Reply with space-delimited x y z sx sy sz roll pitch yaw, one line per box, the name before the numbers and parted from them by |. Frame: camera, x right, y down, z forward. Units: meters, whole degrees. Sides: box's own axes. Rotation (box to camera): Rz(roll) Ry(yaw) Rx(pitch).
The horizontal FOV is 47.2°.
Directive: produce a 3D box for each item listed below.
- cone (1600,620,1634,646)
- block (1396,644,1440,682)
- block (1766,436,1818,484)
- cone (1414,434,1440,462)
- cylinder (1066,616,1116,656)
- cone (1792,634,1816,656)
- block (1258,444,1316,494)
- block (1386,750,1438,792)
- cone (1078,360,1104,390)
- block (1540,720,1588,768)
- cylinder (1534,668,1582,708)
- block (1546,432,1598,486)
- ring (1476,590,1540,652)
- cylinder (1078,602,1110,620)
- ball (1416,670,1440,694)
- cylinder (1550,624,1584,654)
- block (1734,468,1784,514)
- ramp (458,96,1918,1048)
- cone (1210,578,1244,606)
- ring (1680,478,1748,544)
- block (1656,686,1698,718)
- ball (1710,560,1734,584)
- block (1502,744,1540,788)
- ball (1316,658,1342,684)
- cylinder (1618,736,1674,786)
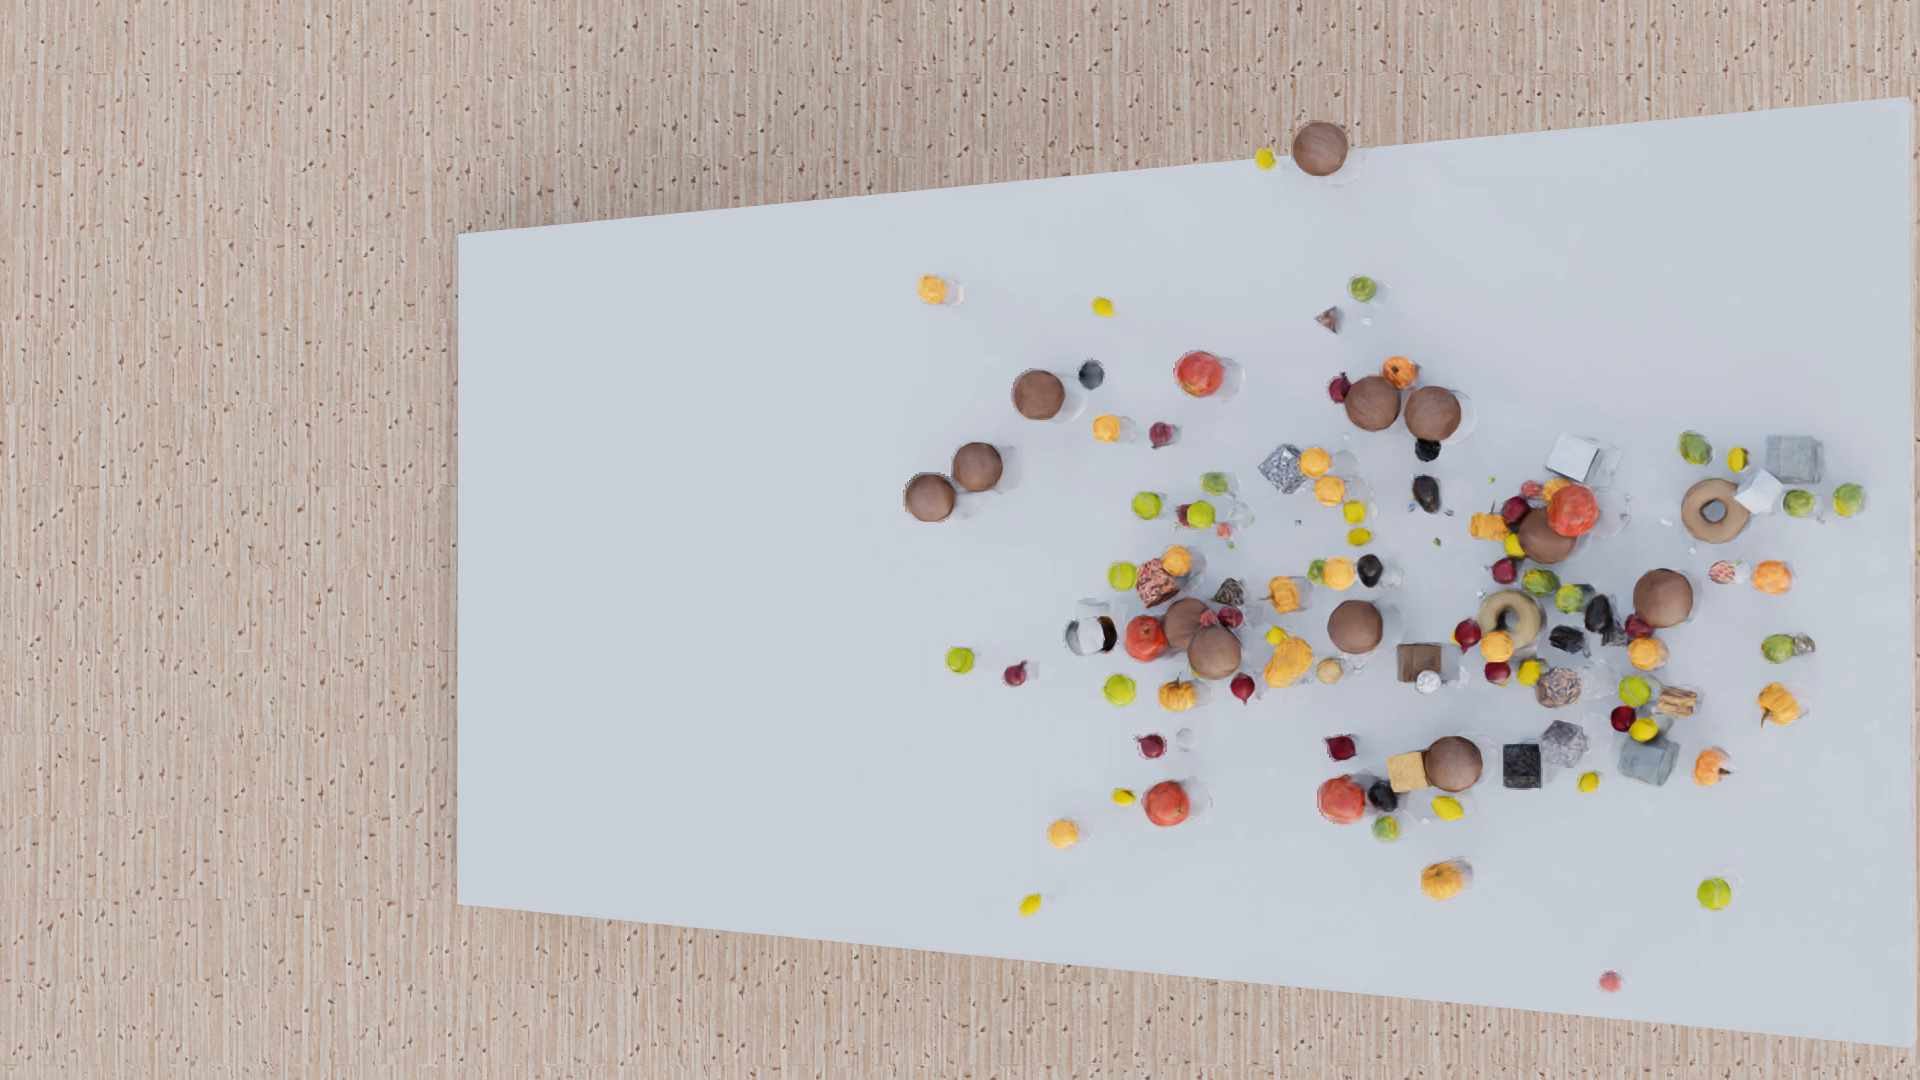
cone | 1.474 0.222 4.894 0.067 0.067 0.067 26 89 0
block | 1.059 0.285 5.076 0.085 0.085 0.085 1 90 3
block | 1.773 -0.170 4.692 0.088 0.088 0.088 4 83 29
cone | 1.075 -0.215 5.102 0.062 0.062 0.062 0 89 29
cylinder | 0.310 0.227 5.196 0.086 0.086 0.086 -13 89 43
cone | 1.798 0.236 4.718 0.052 0.052 0.052 27 133 0
block | 0.780 -0.170 5.253 0.083 0.083 0.083 -47 69 20
block | 1.048 0.535 5.097 0.083 0.083 0.083 -13 83 28
cone | 0.314 -0.417 5.521 0.072 0.072 0.072 0 89 29
block | 1.323 0.447 4.820 0.067 0.067 0.067 -41 124 -27
cylinder | 1.303 0.323 4.794 0.080 0.080 0.080 1 79 -4
block | 1.357 -0.181 4.877 0.085 0.085 0.085 26 94 15
ring | 1.247 0.183 5.002 0.145 0.048 0.145 -8 73 27
cylinder | 0.335 0.196 5.491 0.076 0.076 0.076 2 97 0
ball | 1.066 0.322 5.006 0.054 0.054 0.054 0 89 0
cylinder | 1.361 0.222 4.931 0.053 0.053 0.053 -8 107 -26
block | 1.695 -0.104 4.670 0.060 0.060 0.060 37 64 -3
ramp | 0.273 0.076 5.638 4.000 0.100 2.000 0 89 29
cone | 0.636 0.138 5.337 0.073 0.073 0.073 -26 89 40
ring | 1.644 -0.064 4.793 0.144 0.048 0.144 0 89 30
block | 1.560 0.352 4.787 0.055 0.055 0.055 1 103 -43
ball | 1.632 0.069 4.709 0.050 0.050 0.050 0 89 0
block | 1.264 0.509 4.951 0.079 0.079 0.079 -1 64 17
ball | 0.875 0.311 5.209 0.061 0.061 0.061 0 89 0
cylinder | 1.508 0.486 4.832 0.090 0.090 0.090 17 89 36
